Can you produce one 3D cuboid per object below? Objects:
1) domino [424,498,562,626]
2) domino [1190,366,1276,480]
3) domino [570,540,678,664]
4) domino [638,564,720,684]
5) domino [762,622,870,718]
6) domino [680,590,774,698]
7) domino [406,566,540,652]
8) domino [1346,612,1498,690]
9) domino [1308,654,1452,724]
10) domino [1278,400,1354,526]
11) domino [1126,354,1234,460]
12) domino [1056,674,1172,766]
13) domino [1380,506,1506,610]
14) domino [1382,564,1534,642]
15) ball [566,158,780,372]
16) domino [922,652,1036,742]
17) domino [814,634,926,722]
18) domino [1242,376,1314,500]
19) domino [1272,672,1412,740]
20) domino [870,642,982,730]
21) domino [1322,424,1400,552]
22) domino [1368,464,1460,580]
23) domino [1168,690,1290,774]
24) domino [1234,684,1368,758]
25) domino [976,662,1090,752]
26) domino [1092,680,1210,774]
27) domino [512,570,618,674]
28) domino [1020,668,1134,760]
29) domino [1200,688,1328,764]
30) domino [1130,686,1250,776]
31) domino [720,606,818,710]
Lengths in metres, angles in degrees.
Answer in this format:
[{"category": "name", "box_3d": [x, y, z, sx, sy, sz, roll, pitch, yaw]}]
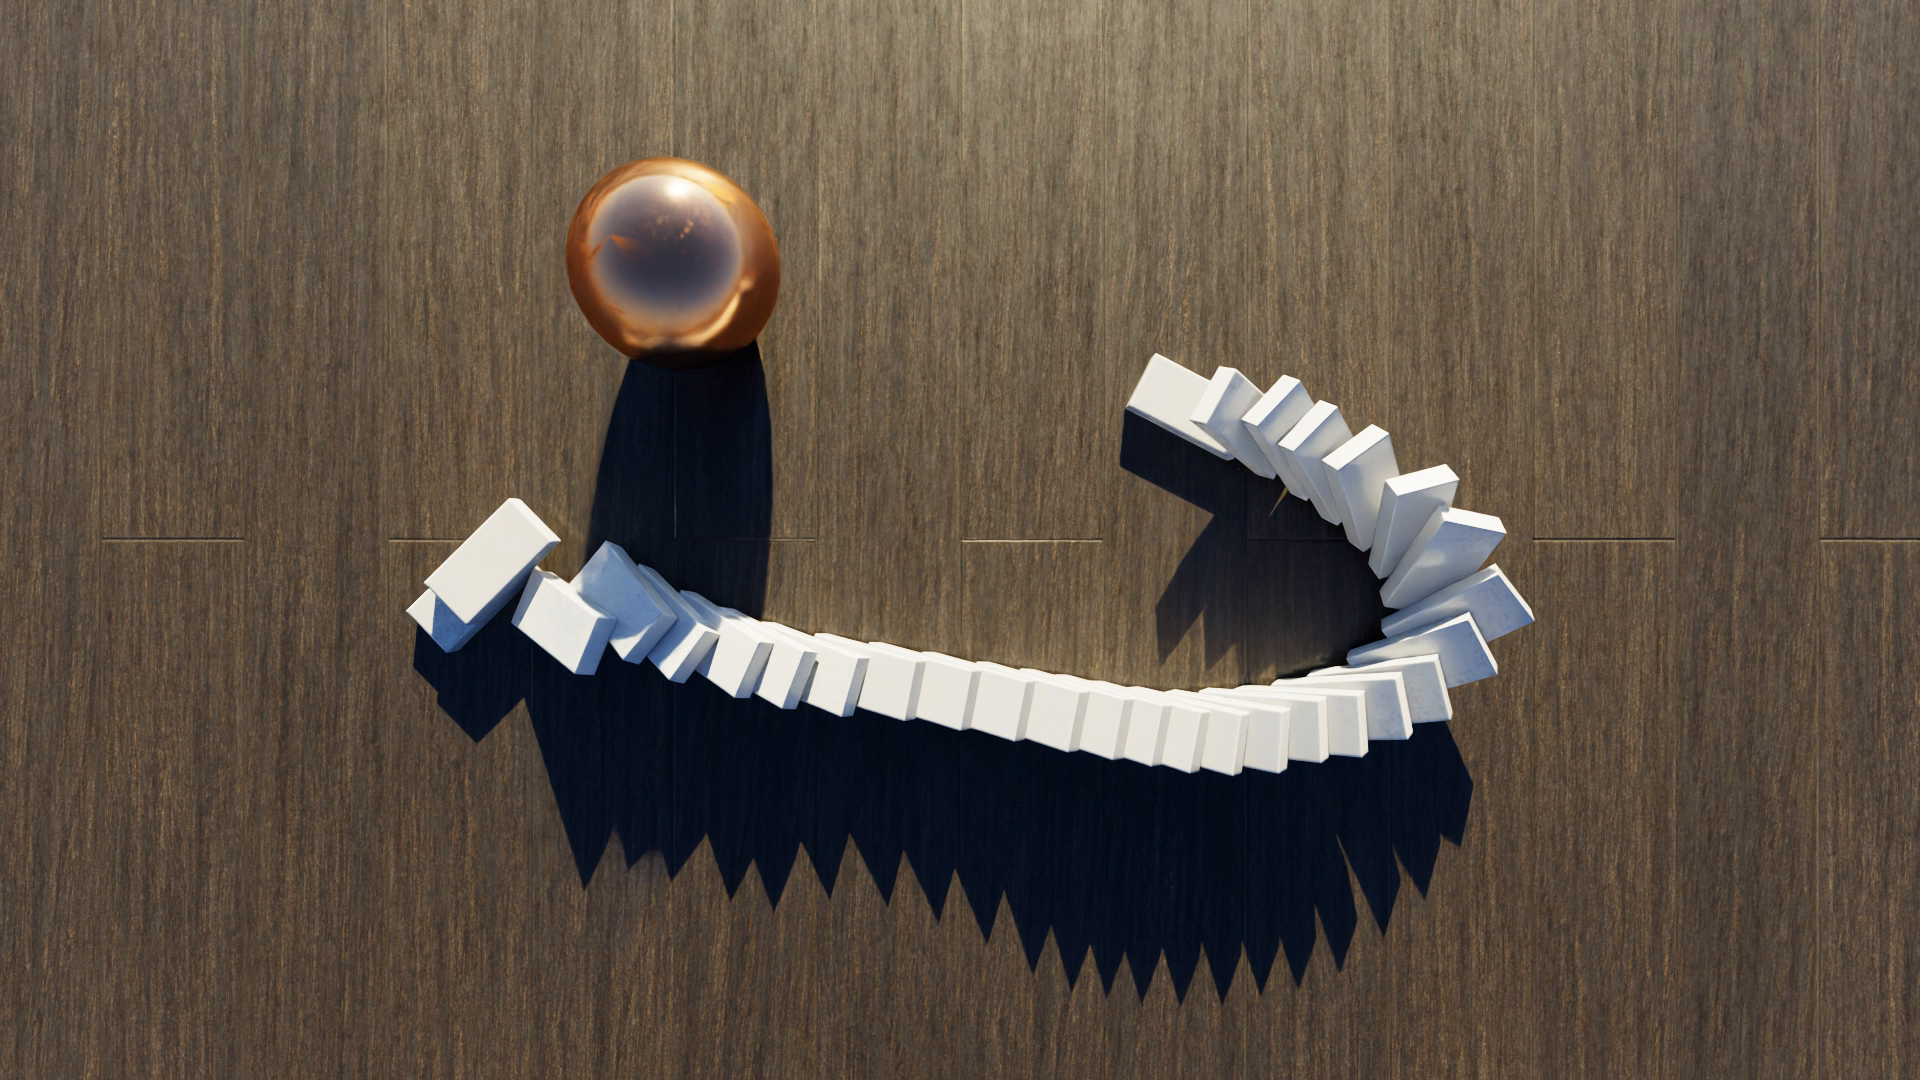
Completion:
[{"category": "domino", "box_3d": [-0.196, 0.009, 0.386, 0.050, 0.009, 0.025, -45, 90, 0]}, {"category": "domino", "box_3d": [0.120, -0.048, 0.382, 0.050, 0.009, 0.025, 29, 90, -33]}, {"category": "domino", "box_3d": [-0.141, 0.026, 0.383, 0.025, 0.010, 0.050, -49, 60, 2]}, {"category": "domino", "box_3d": [-0.125, 0.034, 0.384, 0.050, 0.010, 0.025, 37, 90, 29]}, {"category": "domino", "box_3d": [-0.064, 0.054, 0.385, 0.050, 0.010, 0.025, 16, 90, 25]}, {"category": "domino", "box_3d": [-0.103, 0.043, 0.383, 0.050, 0.009, 0.025, 26, 93, 29]}, {"category": "domino", "box_3d": [-0.210, 0.022, 0.395, 0.050, 0.009, 0.025, -44, 90, 0]}, {"category": "domino", "box_3d": [0.192, 0.051, 0.382, 0.050, 0.010, 0.025, -27, 92, 34]}, {"category": "domino", "box_3d": [0.175, 0.064, 0.382, 0.050, 0.010, 0.025, -14, 90, 33]}, {"category": "domino", "box_3d": [0.154, -0.031, 0.382, 0.025, 0.009, 0.050, -45, 124, 0]}, {"category": "domino", "box_3d": [0.100, -0.057, 0.395, 0.050, 0.010, 0.025, 27, 90, 0]}, {"category": "domino", "box_3d": [0.061, 0.074, 0.381, 0.050, 0.010, 0.025, 11, 90, 38]}, {"category": "domino", "box_3d": [0.199, 0.010, 0.379, 0.025, 0.010, 0.050, 12, 132, -2]}, {"category": "domino", "box_3d": [0.206, 0.033, 0.381, 0.050, 0.010, 0.025, -37, 97, 33]}, {"category": "ball", "box_3d": [-0.111, -0.107, 0.360, 0.080, 0.080, 0.080, 0, 90, 0]}, {"category": "domino", "box_3d": [0.005, 0.065, 0.383, 0.050, 0.010, 0.025, 11, 90, 30]}, {"category": "domino", "box_3d": [-0.040, 0.057, 0.385, 0.050, 0.009, 0.025, 11, 90, 26]}, {"category": "domino", "box_3d": [0.140, -0.042, 0.382, 0.025, 0.010, 0.050, -46, 124, 0]}, {"category": "domino", "box_3d": [0.158, 0.070, 0.381, 0.050, 0.009, 0.025, -11, 91, 38]}, {"category": "domino", "box_3d": [-0.017, 0.061, 0.384, 0.050, 0.010, 0.025, 11, 90, 27]}, {"category": "domino", "box_3d": [0.170, -0.021, 0.381, 0.025, 0.010, 0.050, -35, 126, 0]}, {"category": "domino", "box_3d": [0.187, -0.007, 0.379, 0.025, 0.009, 0.050, -15, 135, 0]}, {"category": "domino", "box_3d": [0.110, 0.079, 0.381, 0.050, 0.010, 0.025, 4, 92, 38]}, {"category": "domino", "box_3d": [0.141, 0.075, 0.381, 0.050, 0.010, 0.025, -4, 90, 38]}, {"category": "domino", "box_3d": [0.028, 0.069, 0.382, 0.050, 0.010, 0.025, 11, 90, 35]}, {"category": "domino", "box_3d": [0.076, 0.077, 0.381, 0.050, 0.010, 0.025, 11, 90, 38]}, {"category": "domino", "box_3d": [-0.166, 0.034, 0.382, 0.050, 0.009, 0.025, 25, 94, 32]}, {"category": "domino", "box_3d": [0.046, 0.072, 0.381, 0.050, 0.010, 0.025, 11, 90, 38]}, {"category": "domino", "box_3d": [0.125, 0.076, 0.381, 0.050, 0.009, 0.025, -2, 90, 38]}, {"category": "domino", "box_3d": [0.093, 0.079, 0.381, 0.050, 0.009, 0.025, 8, 91, 38]}, {"category": "domino", "box_3d": [-0.085, 0.049, 0.383, 0.050, 0.010, 0.025, 22, 91, 30]}]
